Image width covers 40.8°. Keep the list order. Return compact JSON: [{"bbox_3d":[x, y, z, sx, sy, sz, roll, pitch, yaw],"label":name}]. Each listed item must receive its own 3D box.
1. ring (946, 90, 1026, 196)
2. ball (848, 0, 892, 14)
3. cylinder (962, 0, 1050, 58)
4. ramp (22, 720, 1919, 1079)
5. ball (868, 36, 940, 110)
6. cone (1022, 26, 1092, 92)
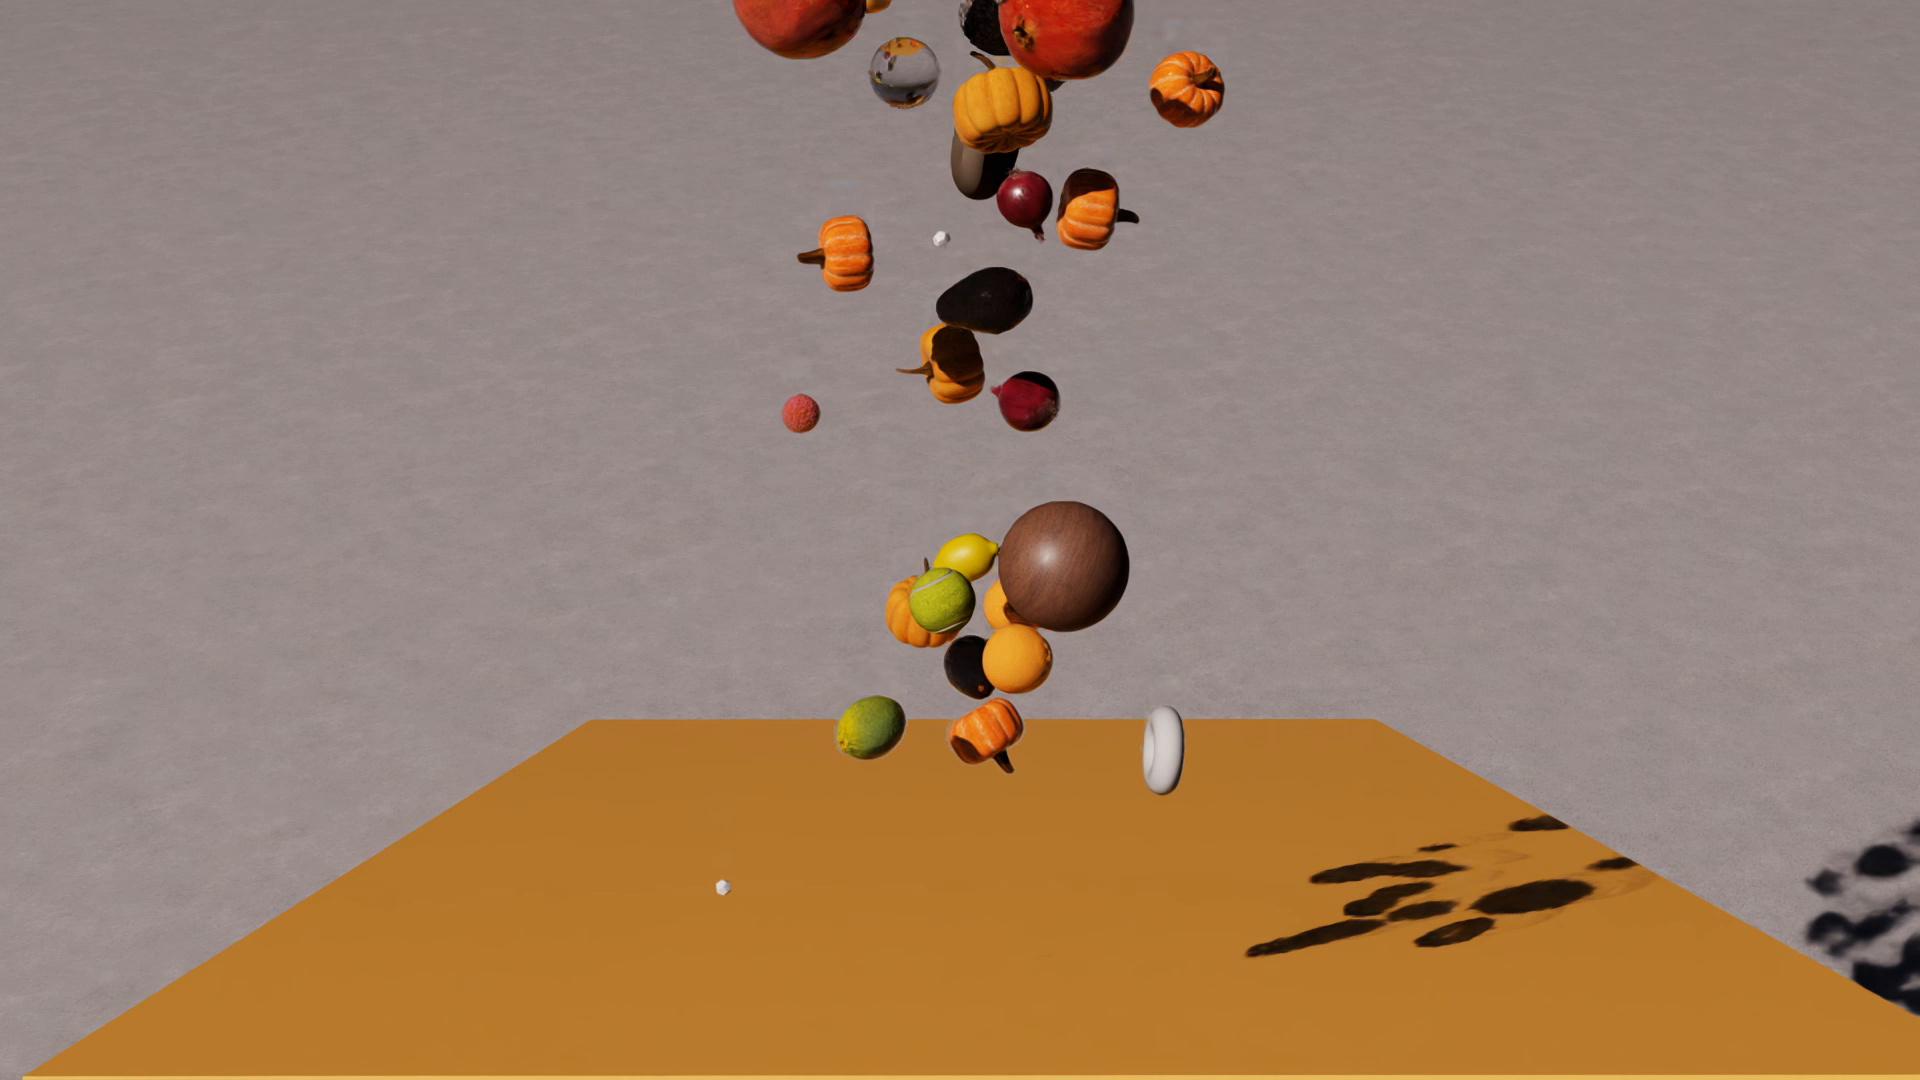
[{"bbox_3d":[0.028,-0.422,2.749,0.040,0.121,0.121,30,37,20],"label":"ring"},{"bbox_3d":[-0.088,-0.536,2.501,0.051,0.051,0.051,0,27,0],"label":"ball"},{"bbox_3d":[0.045,-0.497,2.395,0.070,0.070,0.070,7,51,14],"label":"cylinder"},{"bbox_3d":[0.061,0.546,4.583,2.000,0.100,4.000,0,1,0],"label":"ramp"},{"bbox_3d":[-0.052,-0.434,2.402,0.066,0.066,0.066,0,27,0],"label":"ball"},{"bbox_3d":[0.111,-0.493,2.629,0.067,0.067,0.067,-24,19,-39],"label":"cone"}]
